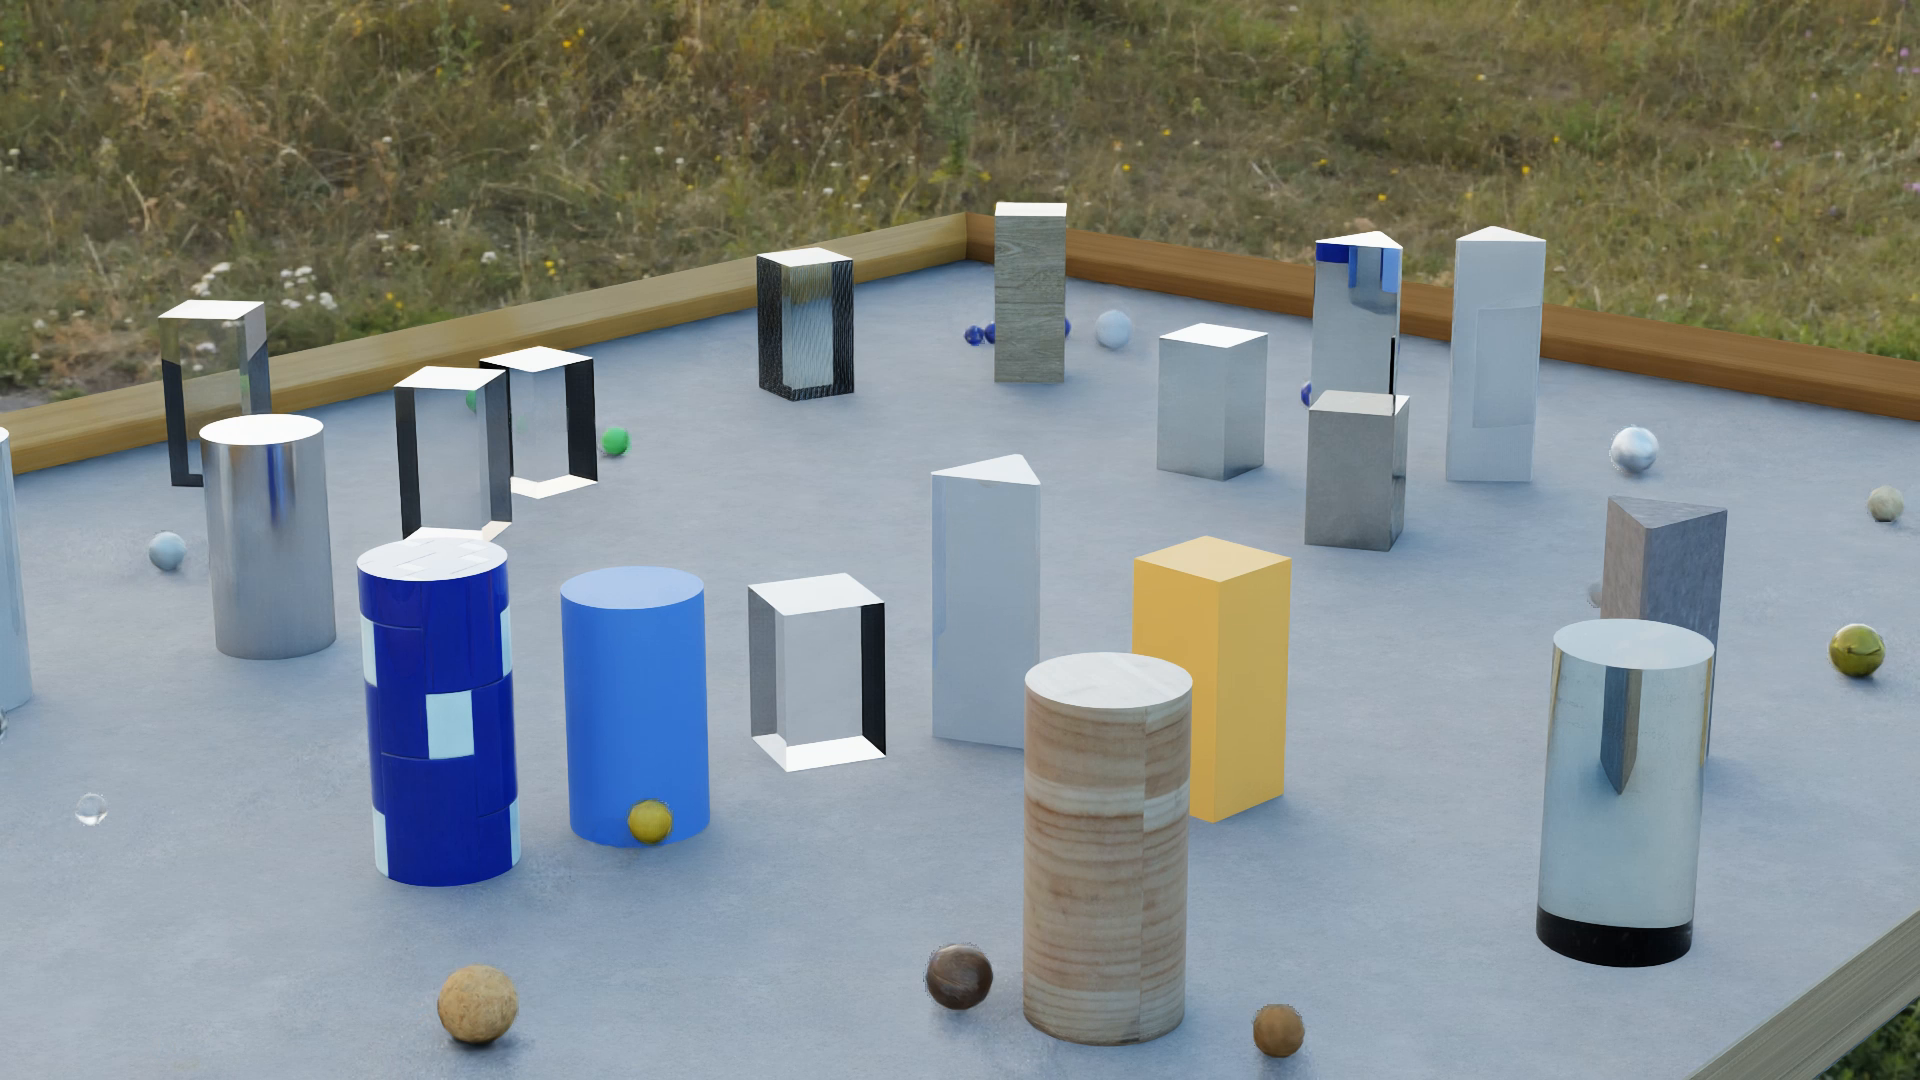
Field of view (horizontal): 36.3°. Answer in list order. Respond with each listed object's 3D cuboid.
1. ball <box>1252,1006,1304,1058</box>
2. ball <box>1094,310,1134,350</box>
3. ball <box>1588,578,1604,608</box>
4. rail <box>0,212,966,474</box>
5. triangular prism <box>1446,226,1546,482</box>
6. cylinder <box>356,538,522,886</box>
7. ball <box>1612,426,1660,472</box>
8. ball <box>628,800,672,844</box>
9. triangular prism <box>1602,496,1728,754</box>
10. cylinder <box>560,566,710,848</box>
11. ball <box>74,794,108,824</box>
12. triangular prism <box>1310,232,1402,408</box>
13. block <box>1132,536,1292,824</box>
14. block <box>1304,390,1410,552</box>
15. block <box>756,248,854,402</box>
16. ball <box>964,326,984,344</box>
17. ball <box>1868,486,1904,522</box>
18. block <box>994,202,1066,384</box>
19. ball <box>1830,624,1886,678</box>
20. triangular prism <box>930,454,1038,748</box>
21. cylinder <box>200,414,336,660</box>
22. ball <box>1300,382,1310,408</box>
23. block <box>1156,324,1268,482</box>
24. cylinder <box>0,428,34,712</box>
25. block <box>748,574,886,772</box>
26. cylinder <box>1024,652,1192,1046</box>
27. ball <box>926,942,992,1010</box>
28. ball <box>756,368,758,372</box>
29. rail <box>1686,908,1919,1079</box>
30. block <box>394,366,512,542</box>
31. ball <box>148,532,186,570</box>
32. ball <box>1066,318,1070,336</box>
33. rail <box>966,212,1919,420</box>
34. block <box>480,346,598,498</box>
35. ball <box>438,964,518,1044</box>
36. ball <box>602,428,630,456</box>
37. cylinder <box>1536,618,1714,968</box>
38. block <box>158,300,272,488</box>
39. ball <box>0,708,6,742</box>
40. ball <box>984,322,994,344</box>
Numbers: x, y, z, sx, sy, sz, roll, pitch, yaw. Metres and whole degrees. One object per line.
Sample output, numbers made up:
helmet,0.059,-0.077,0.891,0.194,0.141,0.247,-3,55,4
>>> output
ball,0.373,0.576,3.435,0.061,0.061,0.061,0,17,0
ball,0.365,-0.498,6.945,0.091,0.091,0.091,0,17,0
ball,1.111,0.091,5.059,0.052,0.052,0.052,0,17,0
rail,-1.452,-0.332,6.327,0.045,0.128,4.527,14,22,39
triangular prism,1.058,-0.372,5.845,0.170,0.485,0.147,1,17,3
cylinder,-0.699,0.230,3.947,0.197,0.429,0.197,0,17,0
ball,1.358,-0.182,5.895,0.093,0.093,0.093,0,17,0
ball,-0.423,0.384,4.002,0.060,0.060,0.060,0,17,0
triangular prism,1.007,0.135,4.340,0.170,0.383,0.147,-12,21,-35
cylinder,-0.451,0.230,4.088,0.197,0.346,0.197,0,17,0
ball,-1.221,0.378,4.120,0.044,0.044,0.044,0,17,0
triangular prism,0.796,-0.355,5.782,0.170,0.488,0.147,7,18,22
block,0.356,0.196,4.183,0.157,0.356,0.157,16,23,42
block,0.736,-0.129,5.434,0.157,0.257,0.157,5,18,17
block,-0.343,-0.481,6.521,0.157,0.303,0.157,-10,19,-30
ball,0.033,-0.489,6.990,0.048,0.048,0.048,0,17,0
ball,1.757,-0.069,5.562,0.067,0.067,0.067,0,17,0
block,0.160,-0.561,6.651,0.157,0.382,0.157,1,17,3
ball,1.442,0.178,4.713,0.086,0.086,0.086,0,17,0
triangular prism,0.062,0.088,4.442,0.170,0.414,0.147,6,18,20
cylinder,-1.140,-0.006,4.839,0.197,0.365,0.197,0,17,0
ball,0.774,-0.317,6.392,0.063,0.063,0.063,0,17,0
block,0.507,-0.279,5.901,0.157,0.274,0.157,12,21,35
cylinder,-1.564,0.047,4.564,0.197,0.423,0.197,0,17,0
block,-0.214,0.196,4.382,0.157,0.242,0.157,-7,18,-22
cylinder,0.174,0.367,3.498,0.197,0.425,0.197,0,17,0
ball,-0.001,0.527,3.542,0.081,0.081,0.081,0,17,0
ball,-0.432,-0.385,6.623,0.054,0.054,0.054,0,17,0
rail,1.452,0.396,3.913,0.045,0.128,4.527,14,22,39
block,-0.941,-0.157,5.459,0.157,0.296,0.157,3,17,11
ball,-1.425,0.019,5.271,0.067,0.067,0.067,0,17,0
ball,0.234,-0.511,7.034,0.064,0.064,0.064,0,17,0
rail,1.469,-0.456,6.739,3.893,0.128,0.045,14,22,39
block,-0.831,-0.234,5.787,0.157,0.253,0.157,14,22,38
ball,-0.570,0.549,3.467,0.094,0.094,0.094,0,17,0
ball,-0.707,-0.203,6.025,0.057,0.057,0.057,0,17,0
cylinder,0.839,0.318,3.710,0.197,0.396,0.197,0,17,0
block,-1.473,-0.290,5.819,0.157,0.342,0.157,2,17,7
ball,-1.470,0.277,4.388,0.082,0.082,0.082,0,17,0
ball,0.083,-0.494,6.997,0.053,0.053,0.053,0,17,0
